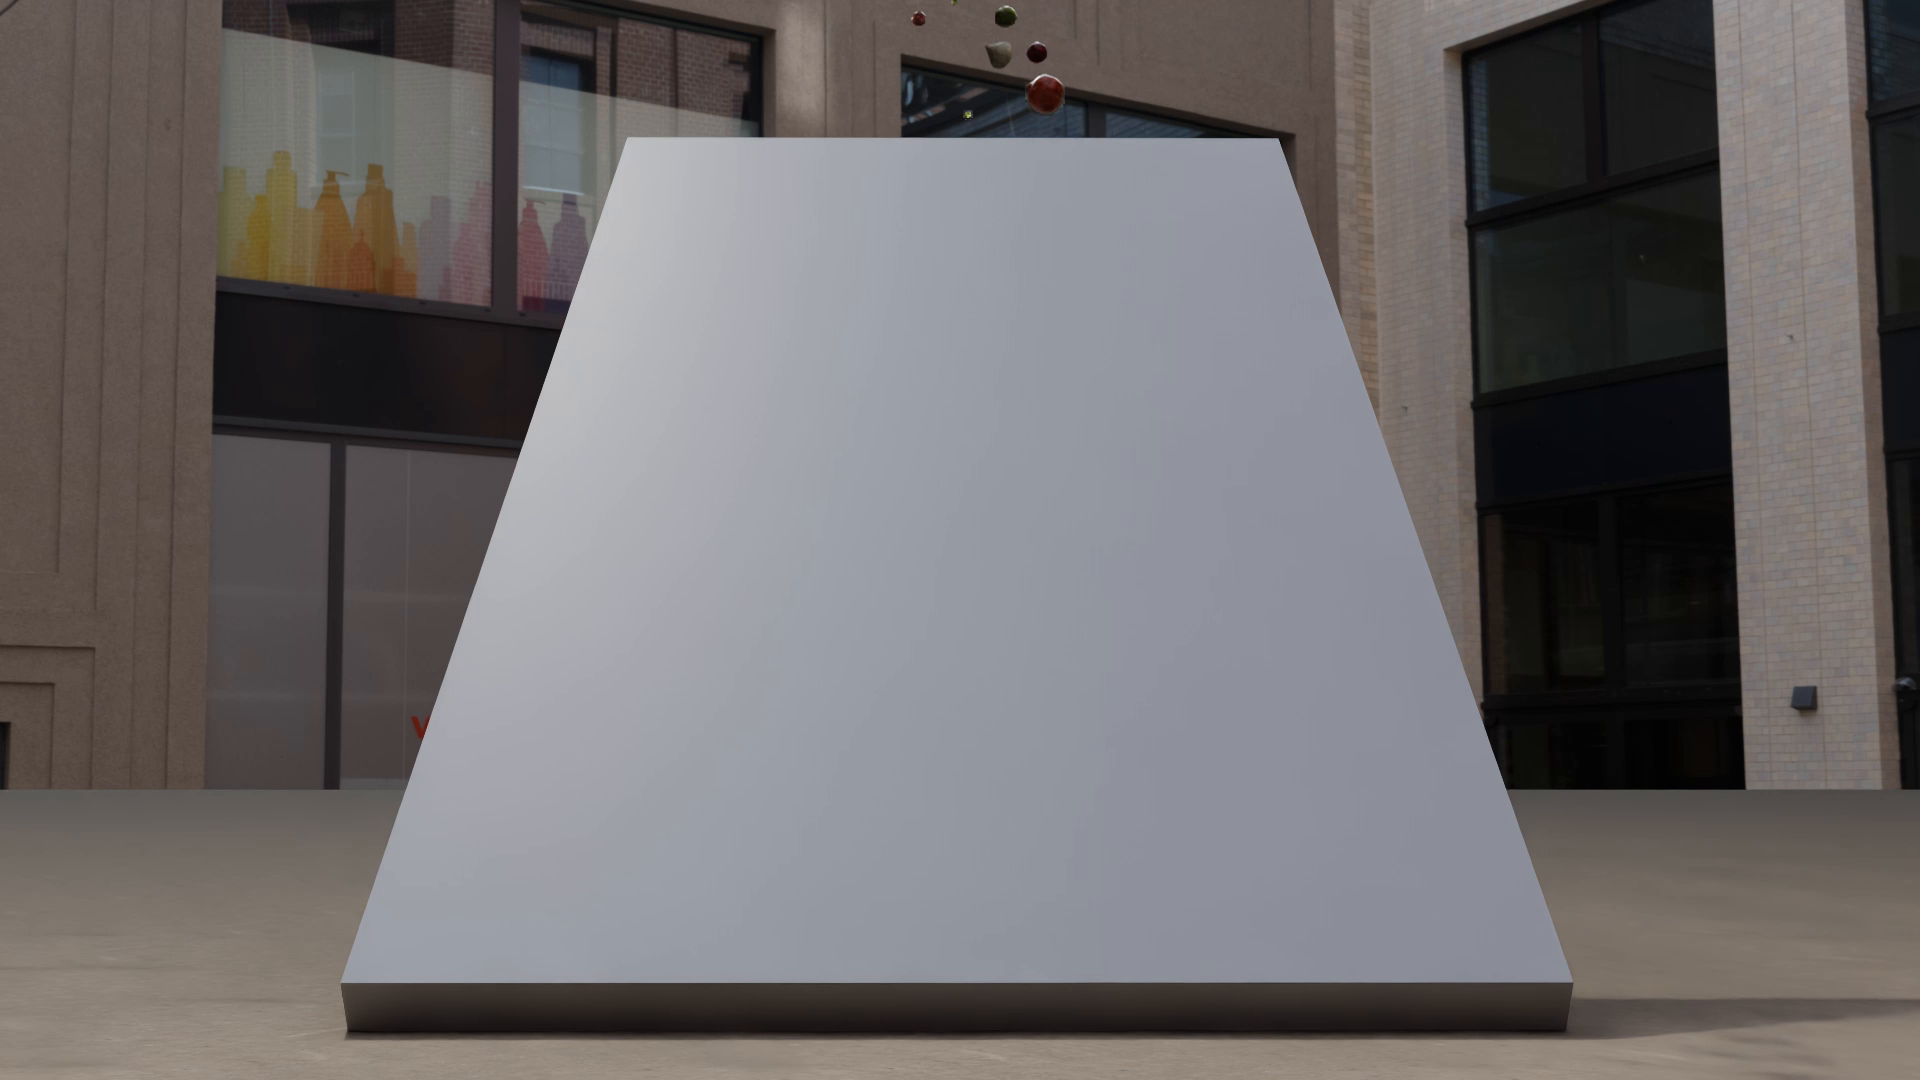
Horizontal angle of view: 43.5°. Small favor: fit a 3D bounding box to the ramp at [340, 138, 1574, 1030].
[{"bbox_3d":[-0.012,-0.215,5.668,2.000,0.100,4.000,0,29,0],"label":"ramp"}]
